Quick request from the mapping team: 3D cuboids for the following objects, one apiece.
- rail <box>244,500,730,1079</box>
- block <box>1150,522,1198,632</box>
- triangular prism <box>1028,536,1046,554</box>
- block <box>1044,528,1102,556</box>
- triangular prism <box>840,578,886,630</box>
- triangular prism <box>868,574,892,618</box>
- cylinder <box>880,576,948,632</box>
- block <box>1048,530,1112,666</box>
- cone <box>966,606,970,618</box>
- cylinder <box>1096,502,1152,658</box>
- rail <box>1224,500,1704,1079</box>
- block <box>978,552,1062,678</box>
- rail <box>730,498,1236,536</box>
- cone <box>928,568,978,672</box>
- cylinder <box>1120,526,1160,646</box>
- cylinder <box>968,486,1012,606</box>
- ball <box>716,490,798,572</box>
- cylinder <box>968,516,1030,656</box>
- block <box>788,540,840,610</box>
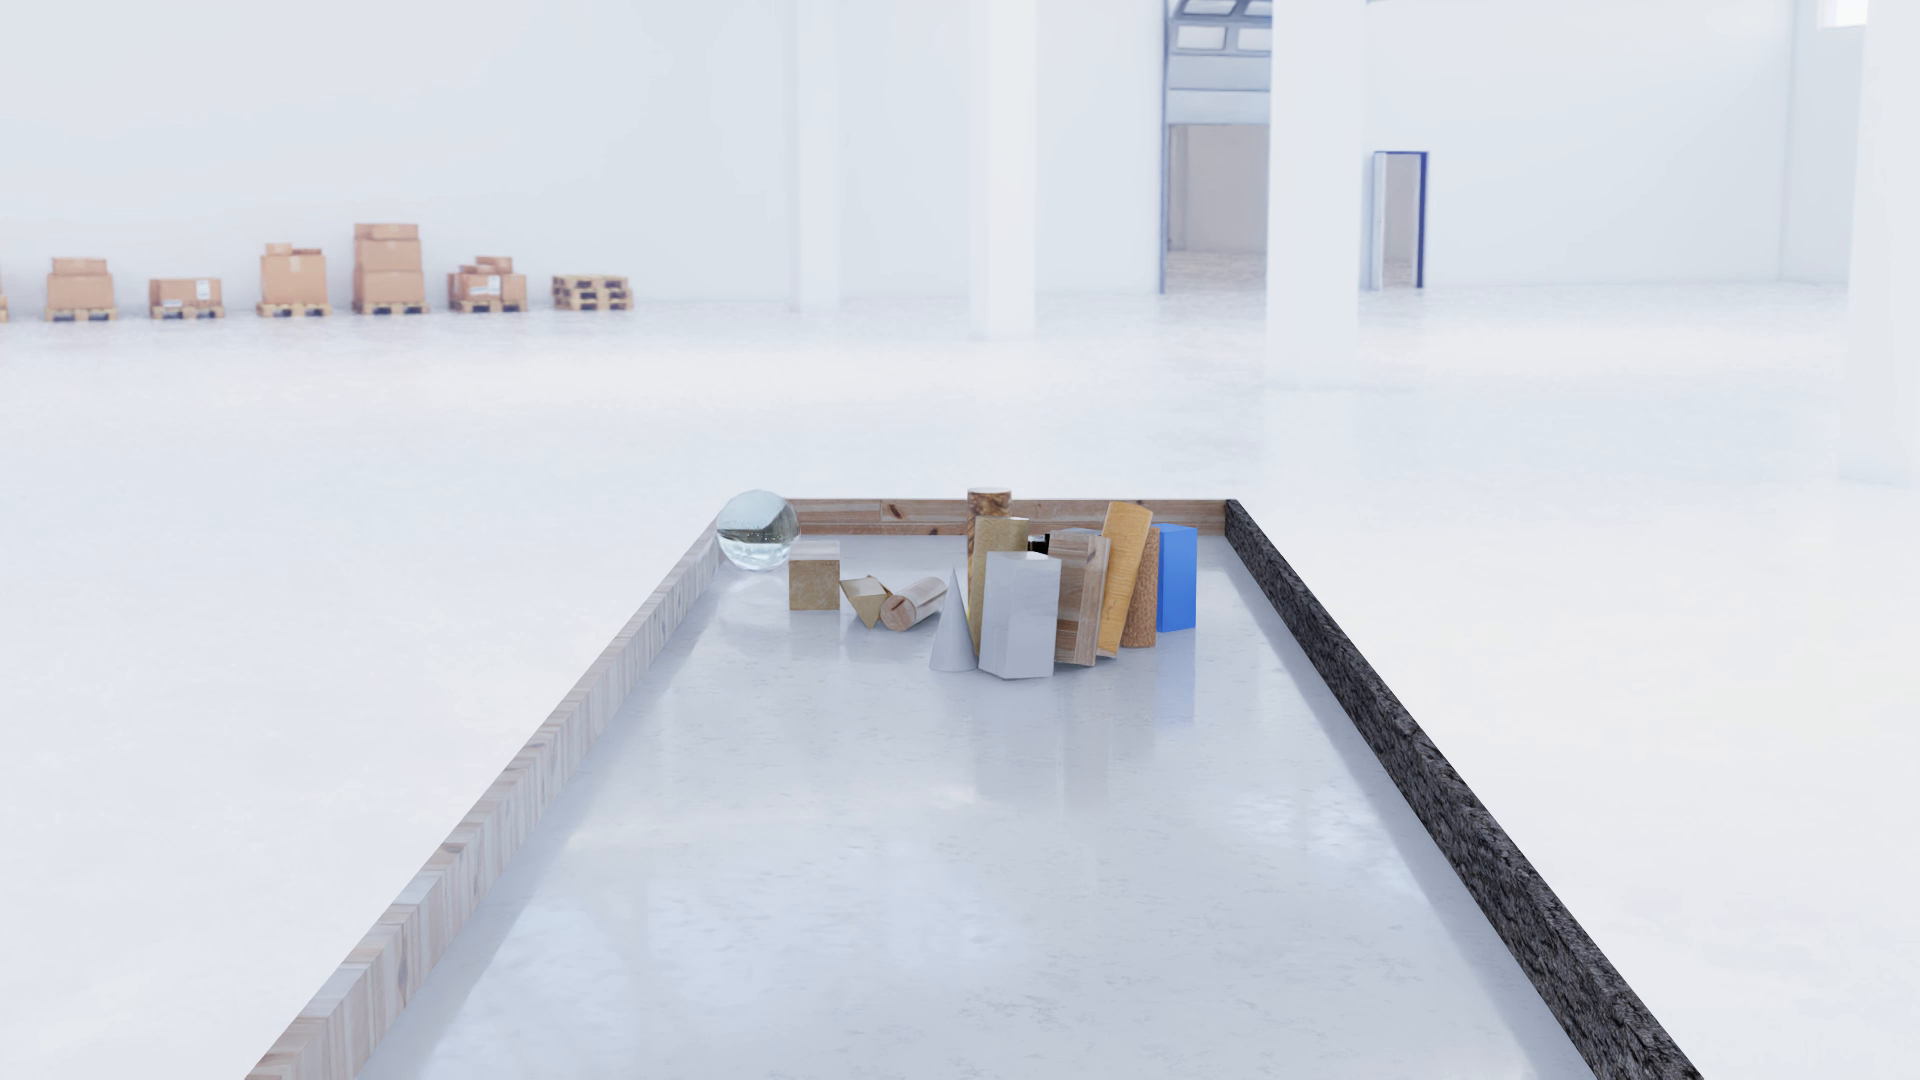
[{"bbox_3d":[-1.004,0.839,3.234,0.050,0.150,12.000,0,9,1],"label":"rail"},{"bbox_3d":[0.667,0.122,7.191,0.149,0.328,0.149,-7,11,-38],"label":"block"},{"bbox_3d":[0.204,0.158,6.952,0.130,0.332,0.113,0,9,2],"label":"triangular prism"},{"bbox_3d":[0.390,0.129,7.207,0.162,0.310,0.162,7,11,38],"label":"block"},{"bbox_3d":[-0.305,0.185,7.311,0.111,0.128,0.316,-36,12,-2],"label":"triangular prism"},{"bbox_3d":[-0.276,0.190,7.499,0.106,0.092,0.333,-2,9,-14],"label":"triangular prism"},{"bbox_3d":[-0.149,0.210,7.306,0.118,0.118,0.374,3,9,16],"label":"cylinder"},{"bbox_3d":[0.339,0.175,6.603,0.135,0.387,0.135,6,-4,32],"label":"block"},{"bbox_3d":[0.207,0.263,7.072,0.361,0.178,0.178,14,9,-3],"label":"cone"},{"bbox_3d":[0.469,0.120,6.739,0.137,0.457,0.137,15,-9,2],"label":"cylinder"},{"bbox_3d":[1.046,0.843,3.208,0.050,0.150,12.000,0,9,1],"label":"rail"},{"bbox_3d":[0.176,0.218,6.478,0.161,0.349,0.161,0,8,-28],"label":"block"},{"bbox_3d":[0.099,-0.098,9.147,2.100,0.150,0.050,0,9,1],"label":"rail"},{"bbox_3d":[-0.019,0.228,6.582,0.154,0.309,0.154,0,9,0],"label":"cone"},{"bbox_3d":[0.555,0.143,6.912,0.133,0.367,0.133,2,6,0],"label":"cylinder"},{"bbox_3d":[0.097,0.059,7.197,0.145,0.451,0.145,0,9,0],"label":"cylinder"},{"bbox_3d":[-0.760,-0.036,8.254,0.307,0.307,0.307,0,9,0],"label":"ball"},{"bbox_3d":[0.116,0.141,6.719,0.165,0.421,0.165,4,3,0],"label":"cylinder"},{"bbox_3d":[-0.507,0.121,7.693,0.173,0.173,0.419,0,9,-3],"label":"block"}]
